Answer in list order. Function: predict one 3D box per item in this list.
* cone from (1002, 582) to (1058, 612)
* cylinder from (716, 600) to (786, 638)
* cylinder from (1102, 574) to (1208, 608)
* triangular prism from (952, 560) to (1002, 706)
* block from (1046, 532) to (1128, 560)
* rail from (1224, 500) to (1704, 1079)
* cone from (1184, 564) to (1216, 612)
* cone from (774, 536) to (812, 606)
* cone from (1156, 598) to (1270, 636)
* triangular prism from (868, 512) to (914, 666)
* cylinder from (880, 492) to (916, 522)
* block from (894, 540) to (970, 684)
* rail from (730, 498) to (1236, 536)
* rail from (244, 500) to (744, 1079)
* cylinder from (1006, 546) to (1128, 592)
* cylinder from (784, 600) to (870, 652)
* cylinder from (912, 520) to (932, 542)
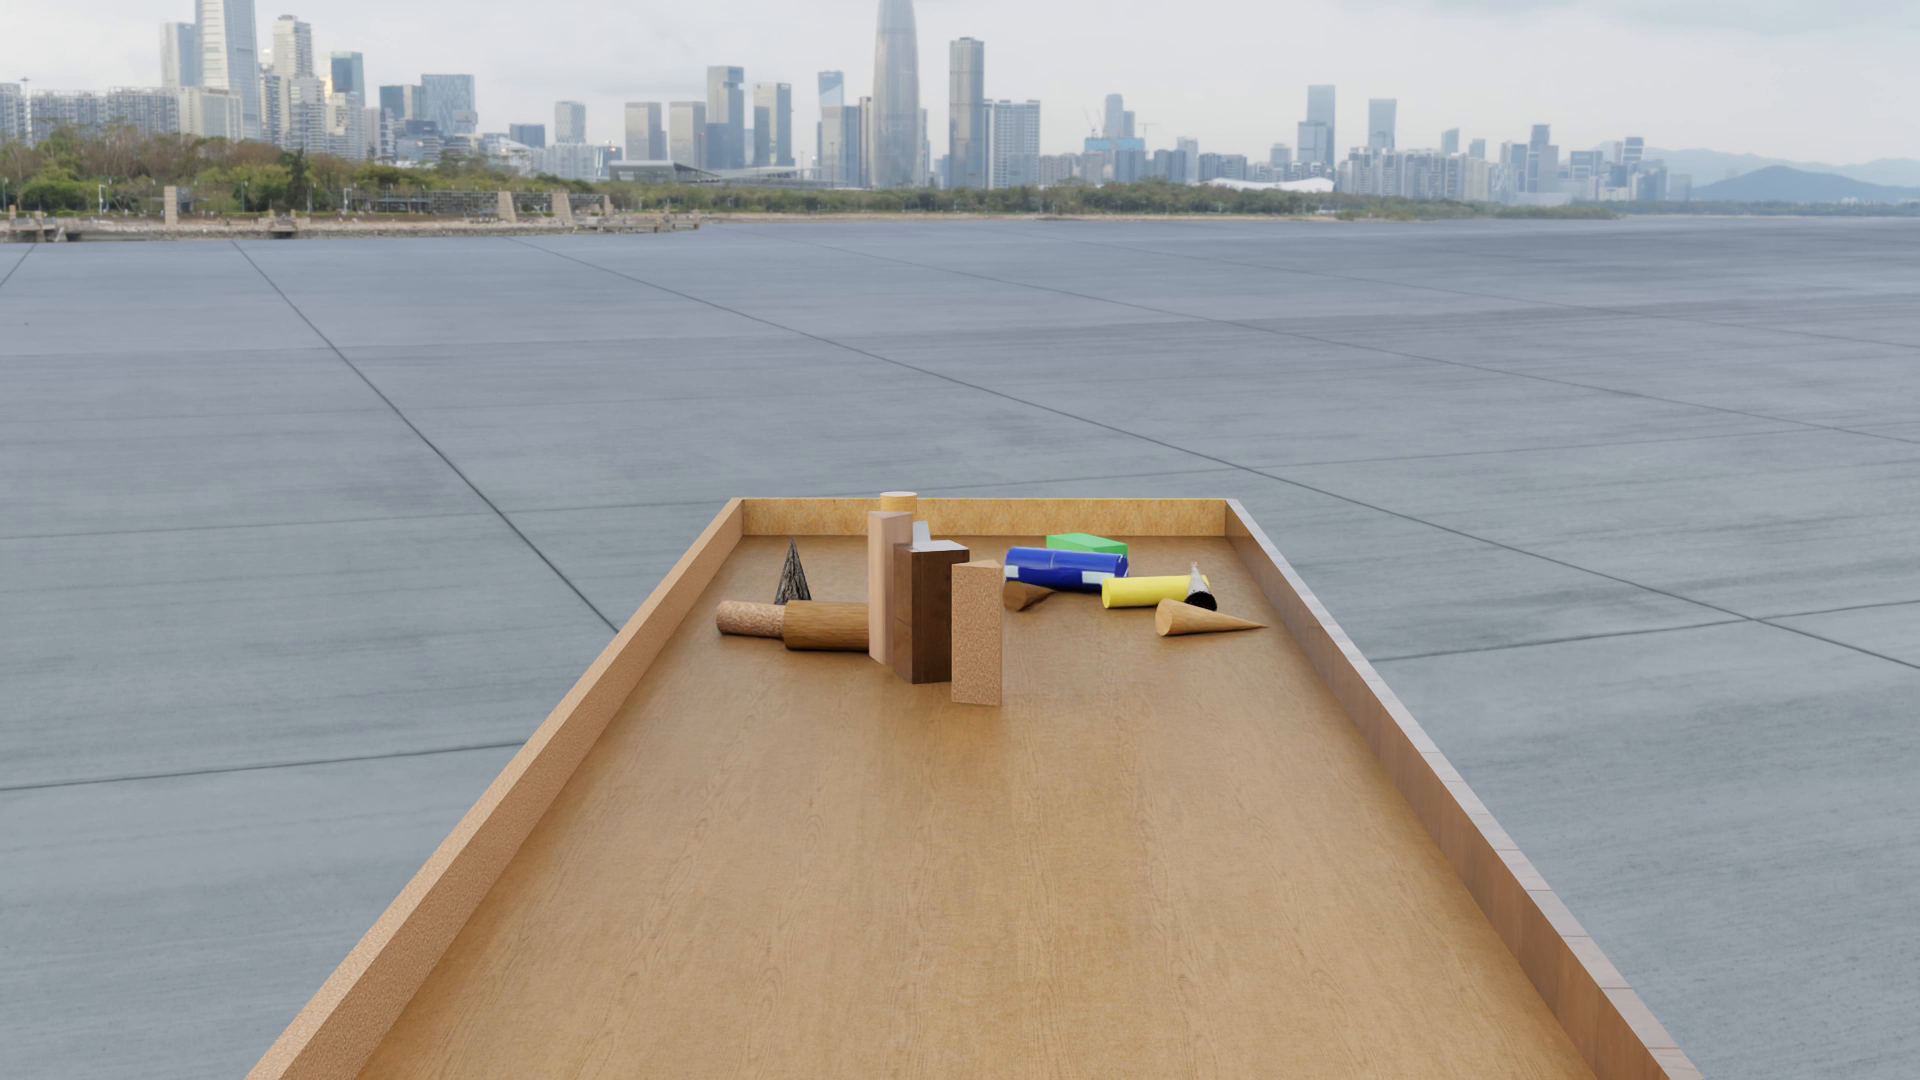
[{"bbox_3d":[0.267,0.186,7.673,0.102,0.102,0.424,4,3,24],"label":"cone"},{"bbox_3d":[-0.619,0.258,7.047,0.317,0.105,0.105,4,10,25],"label":"cylinder"},{"bbox_3d":[0.672,0.177,7.569,0.352,0.102,0.102,-2,9,-12],"label":"cylinder"},{"bbox_3d":[0.069,0.255,6.161,0.147,0.387,0.127,4,10,22],"label":"triangular prism"},{"bbox_3d":[0.465,0.073,8.077,0.148,0.148,0.319,-5,10,-29],"label":"block"},{"bbox_3d":[1.046,0.843,3.208,0.050,0.150,12.000,0,9,1],"label":"rail"},{"bbox_3d":[0.804,0.151,7.472,0.107,0.107,0.400,0,20,2],"label":"cone"},{"bbox_3d":[-0.546,0.134,7.196,0.170,0.303,0.170,0,9,0],"label":"cone"},{"bbox_3d":[0.838,0.266,7.136,0.392,0.122,0.122,6,6,-21],"label":"cone"},{"bbox_3d":[-0.231,0.140,6.675,0.119,0.449,0.137,8,13,38],"label":"triangular prism"},{"bbox_3d":[-0.200,0.067,7.189,0.119,0.438,0.119,0,9,0],"label":"cylinder"},{"bbox_3d":[-0.084,0.209,6.451,0.176,0.388,0.176,-3,10,-19],"label":"block"},{"bbox_3d":[0.099,-0.098,9.147,2.100,0.150,0.050,0,9,1],"label":"rail"},{"bbox_3d":[-1.004,0.839,3.234,0.050,0.150,12.000,0,9,1],"label":"rail"},{"bbox_3d":[0.381,0.108,7.871,0.418,0.143,0.143,4,10,24],"label":"cylinder"},{"bbox_3d":[-0.348,0.268,6.831,0.376,0.153,0.153,1,9,9],"label":"cylinder"},{"bbox_3d":[-0.147,0.124,7.013,0.154,0.352,0.154,-11,-2,0],"label":"cylinder"}]
